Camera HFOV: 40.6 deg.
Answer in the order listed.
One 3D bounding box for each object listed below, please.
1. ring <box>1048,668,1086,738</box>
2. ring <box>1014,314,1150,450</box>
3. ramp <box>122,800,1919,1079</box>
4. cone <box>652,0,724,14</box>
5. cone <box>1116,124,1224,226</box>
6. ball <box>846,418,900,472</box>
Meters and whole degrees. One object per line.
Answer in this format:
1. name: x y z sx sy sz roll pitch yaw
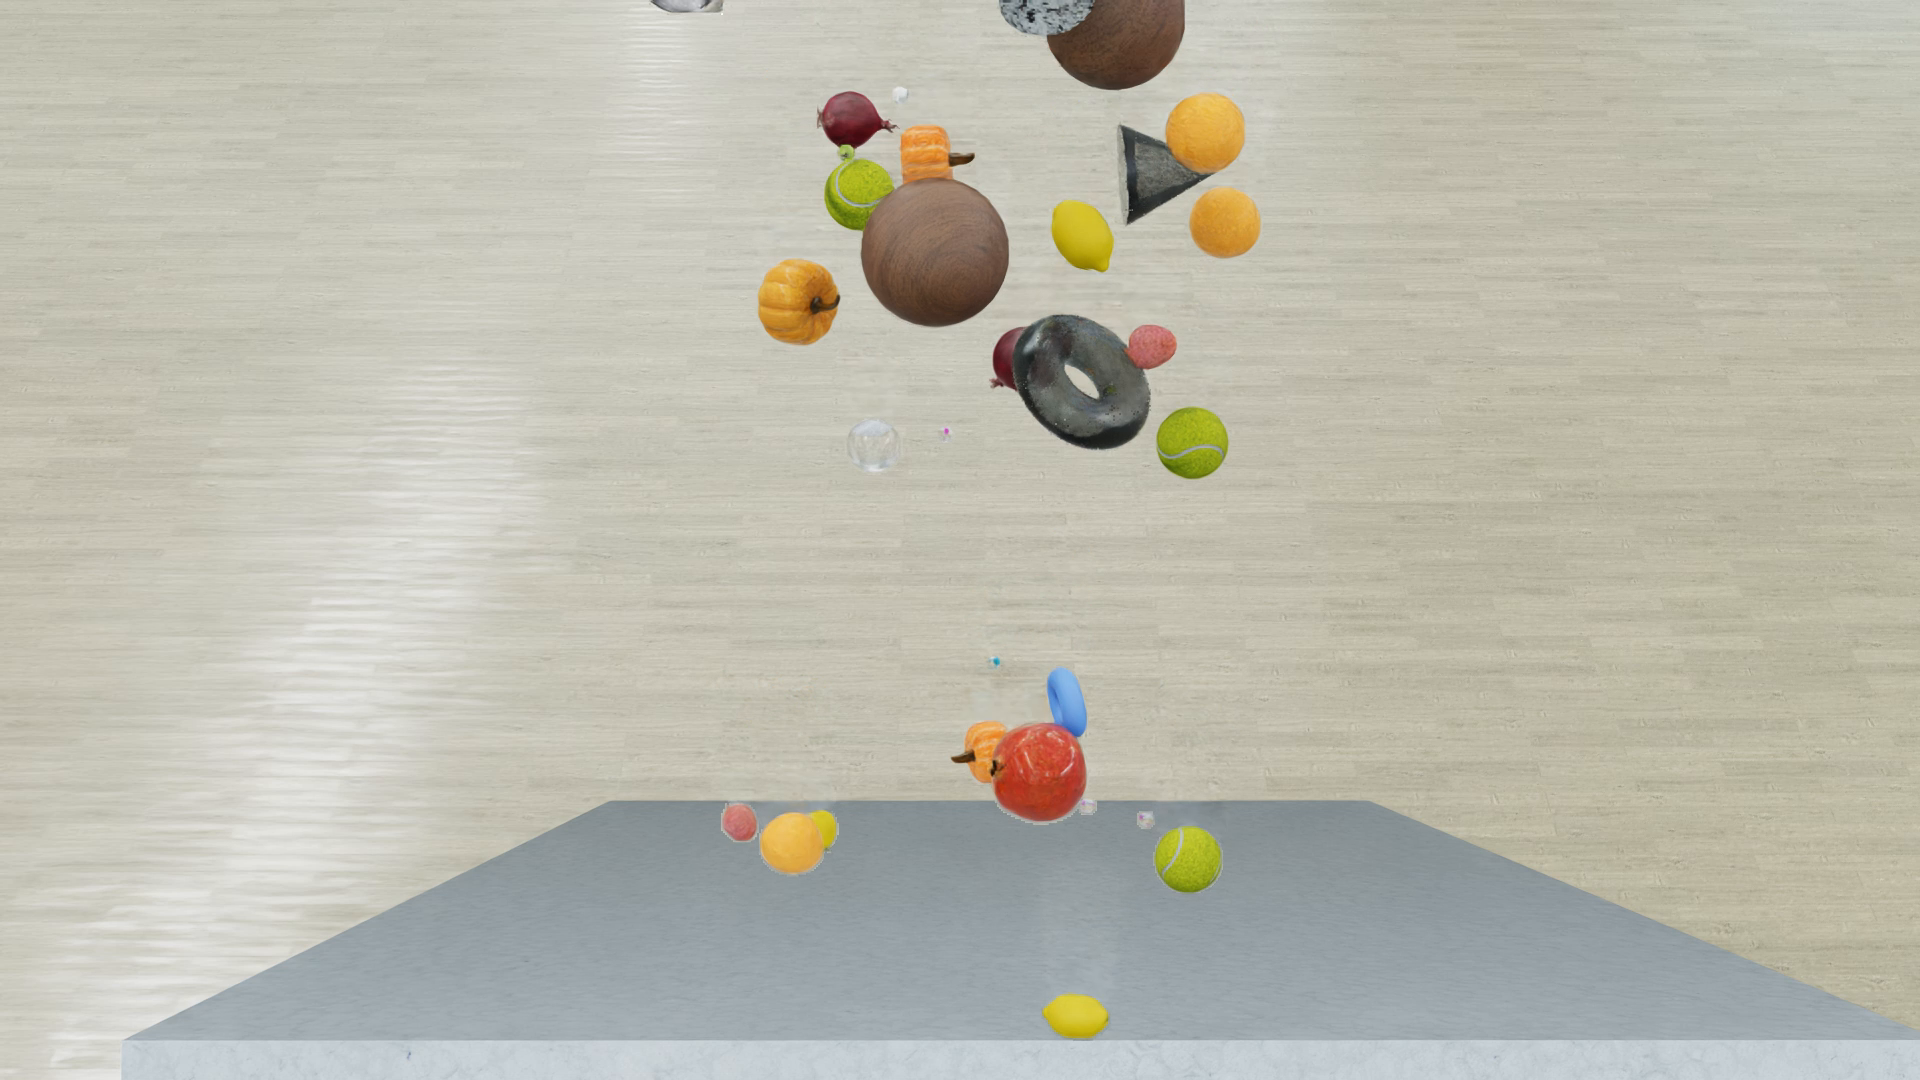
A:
1. ring: 0.123 0.188 2.997 0.028 0.084 0.084 -14 37 -11
2. ring: 0.110 -0.143 2.344 0.139 0.046 0.139 19 50 -23
3. ramp: 0.078 0.669 4.853 2.000 0.100 4.000 0 -2 0
4. cone: -0.243 -0.522 2.475 0.092 0.092 0.092 -4 73 14
5. cone: 0.204 -0.352 2.481 0.098 0.098 0.098 -4 36 -1
6. ball: -0.093 -0.102 2.808 0.058 0.058 0.058 0 35 0
